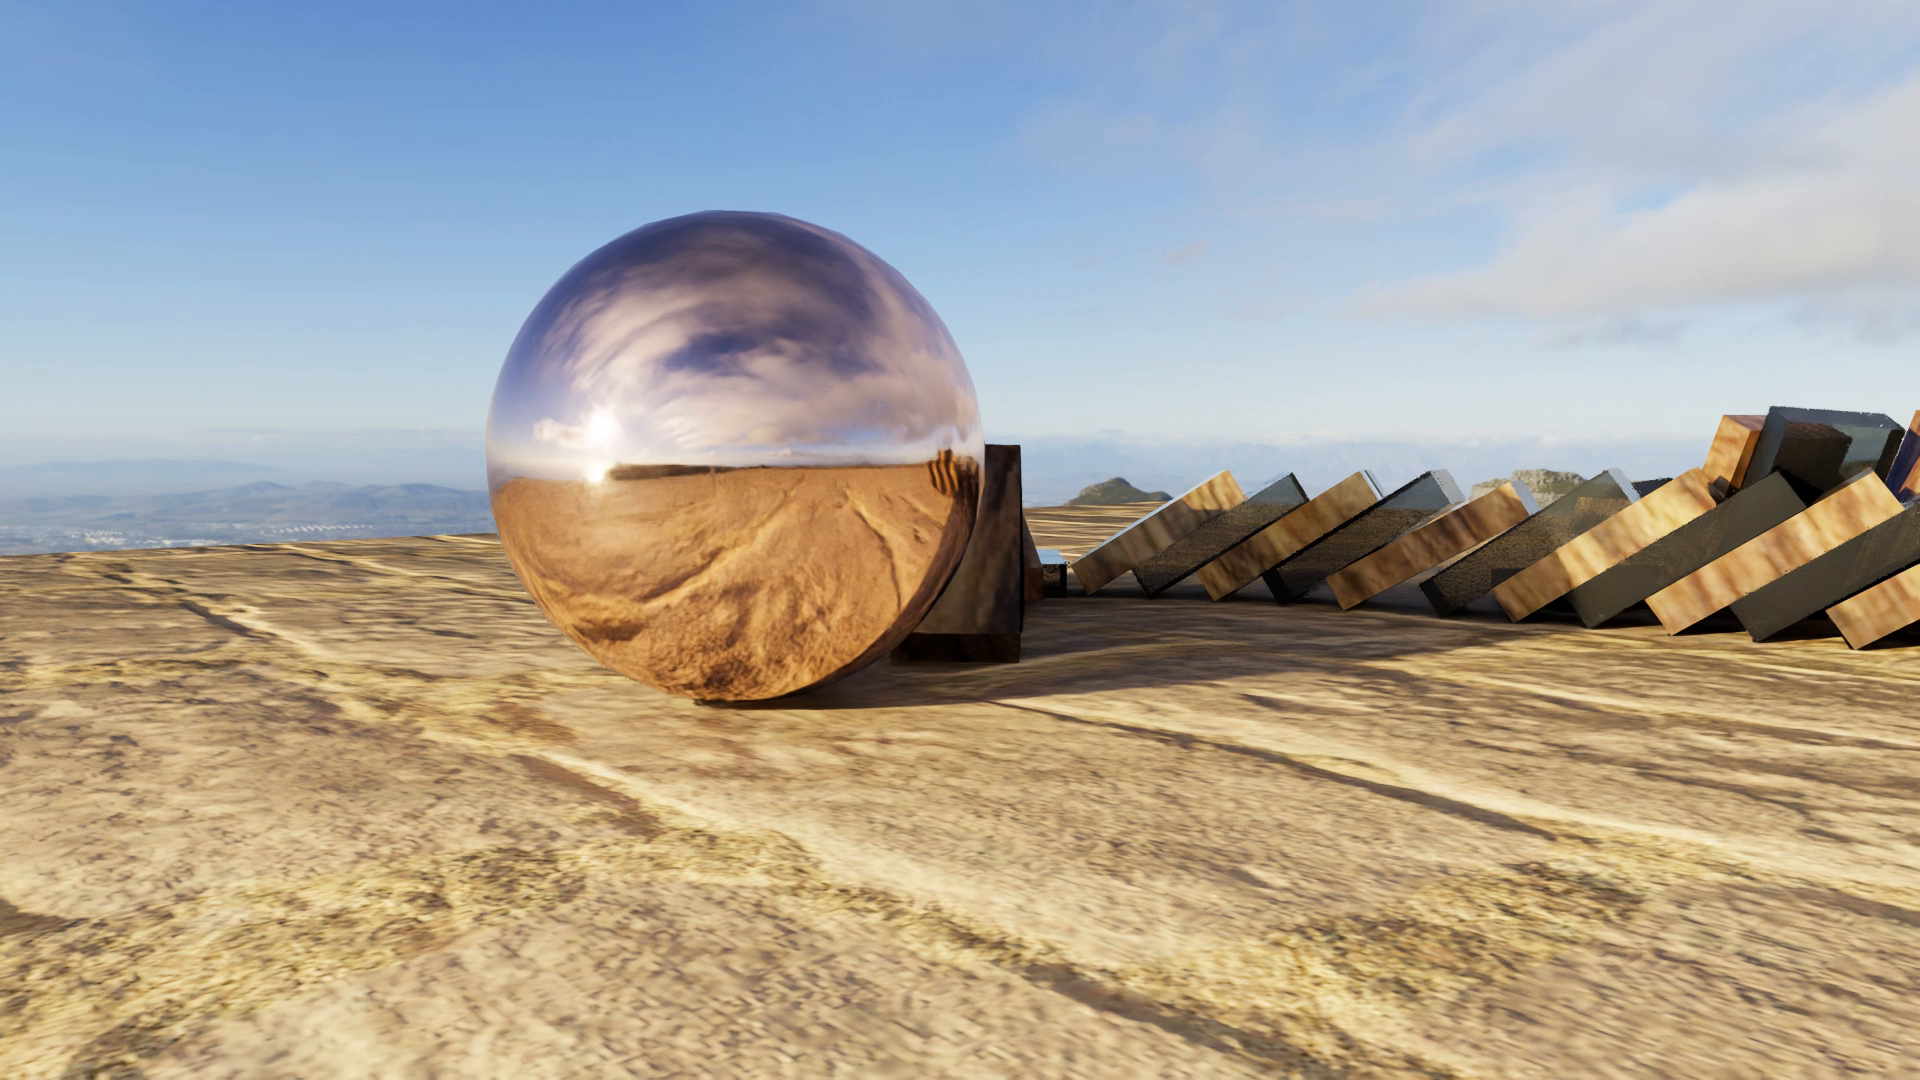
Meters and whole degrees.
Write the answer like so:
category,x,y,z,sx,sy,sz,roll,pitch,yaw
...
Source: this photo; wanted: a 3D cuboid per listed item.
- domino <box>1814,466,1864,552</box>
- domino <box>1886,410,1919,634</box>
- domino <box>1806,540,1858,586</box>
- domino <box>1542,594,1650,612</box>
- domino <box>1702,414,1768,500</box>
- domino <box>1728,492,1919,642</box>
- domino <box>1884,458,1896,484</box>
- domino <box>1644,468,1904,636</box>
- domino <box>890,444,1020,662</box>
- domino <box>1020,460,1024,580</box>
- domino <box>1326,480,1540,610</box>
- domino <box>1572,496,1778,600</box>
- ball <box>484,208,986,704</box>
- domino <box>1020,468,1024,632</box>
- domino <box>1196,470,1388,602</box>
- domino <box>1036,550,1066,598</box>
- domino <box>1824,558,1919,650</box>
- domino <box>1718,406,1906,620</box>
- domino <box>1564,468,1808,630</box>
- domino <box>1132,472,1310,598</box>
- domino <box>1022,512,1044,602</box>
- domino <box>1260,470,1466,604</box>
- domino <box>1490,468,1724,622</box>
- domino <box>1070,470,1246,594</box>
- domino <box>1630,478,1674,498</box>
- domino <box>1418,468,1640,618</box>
category,x,y,z,sx,sy,sz,roll,pitch,yaw
domino,0.260,-0.004,0.367,0.025,0.010,0.050,-3,42,-37
domino,0.219,-0.004,0.290,0.010,0.050,0.025,19,7,6
domino,0.244,-0.005,0.379,0.025,0.010,0.050,1,40,-47
domino,0.173,0.012,0.343,0.050,0.009,0.025,-1,4,-18
domino,0.194,-0.006,0.317,0.025,0.050,0.009,-1,29,-10
domino,0.192,0.004,0.275,0.050,0.009,0.025,-39,-17,29
domino,0.272,-0.003,0.355,0.025,0.009,0.050,-3,44,-32
domino,0.179,0.003,0.284,0.050,0.010,0.025,-39,-17,30
domino,0.000,0.002,0.263,0.025,0.050,0.010,0,-40,3
domino,0.004,-0.001,0.332,0.025,0.010,0.050,0,42,1
domino,0.121,0.001,0.327,0.050,0.009,0.025,-32,-12,28
domino,0.198,0.002,0.354,0.050,0.009,0.025,23,-4,-21
ball,-0.036,-0.013,0.211,0.080,0.080,0.080,0,4,0
domino,0.002,-0.001,0.303,0.025,0.010,0.050,0,49,1
domino,0.090,-0.001,0.346,0.050,0.009,0.025,-34,-11,22
domino,0.017,0.009,0.379,0.025,0.009,0.050,0,4,1
domino,0.207,0.005,0.265,0.050,0.010,0.025,-37,-15,27
domino,0.198,-0.006,0.303,0.025,0.050,0.009,5,29,5
domino,0.166,0.002,0.294,0.050,0.009,0.025,-39,-17,30
domino,0.072,-0.002,0.358,0.050,0.009,0.025,-32,-1,9
domino,0.006,0.002,0.353,0.025,0.009,0.050,-5,26,-4
domino,0.106,-0.001,0.336,0.050,0.009,0.025,-36,-14,27
domino,0.153,0.001,0.303,0.050,0.010,0.025,-39,-17,30
domino,0.055,-0.002,0.362,0.050,0.009,0.025,-32,-1,6
domino,0.214,-0.002,0.367,0.050,0.009,0.025,26,-5,-5
domino,0.139,0.001,0.314,0.050,0.009,0.025,-38,-17,29
